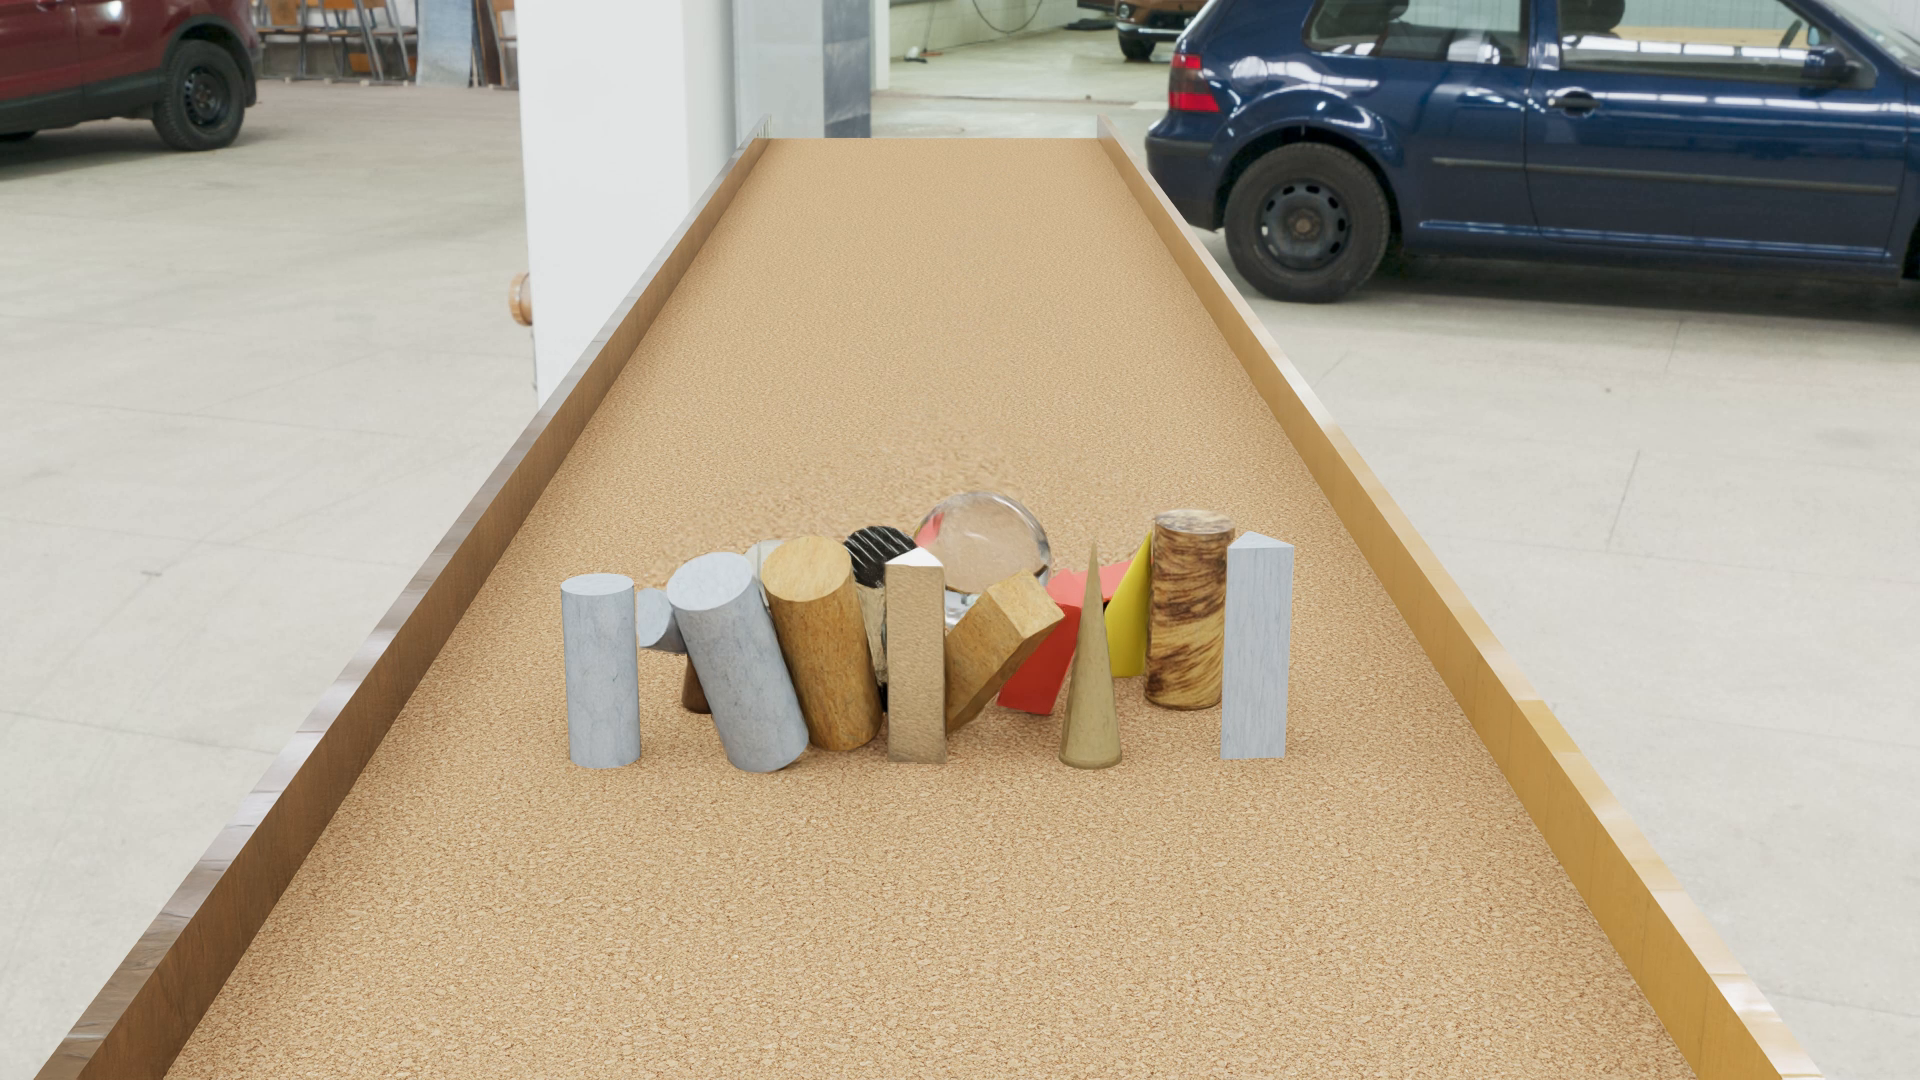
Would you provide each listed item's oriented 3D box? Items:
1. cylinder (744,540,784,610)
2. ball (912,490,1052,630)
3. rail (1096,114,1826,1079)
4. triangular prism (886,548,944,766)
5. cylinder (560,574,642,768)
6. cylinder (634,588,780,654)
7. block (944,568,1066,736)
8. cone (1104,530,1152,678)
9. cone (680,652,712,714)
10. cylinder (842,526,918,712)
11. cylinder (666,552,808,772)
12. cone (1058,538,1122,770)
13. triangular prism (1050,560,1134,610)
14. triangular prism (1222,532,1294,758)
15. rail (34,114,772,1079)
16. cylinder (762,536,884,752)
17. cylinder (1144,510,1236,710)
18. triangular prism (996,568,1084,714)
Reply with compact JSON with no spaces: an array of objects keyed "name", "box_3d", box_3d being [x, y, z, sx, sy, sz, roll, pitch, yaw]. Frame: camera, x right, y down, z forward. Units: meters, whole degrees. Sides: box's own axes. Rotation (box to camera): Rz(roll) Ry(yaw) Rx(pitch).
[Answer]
[{"name":"cylinder","box_3d":[-0.322,0.092,4.337,0.129,0.129,0.365,4,-9,12]},{"name":"ball","box_3d":[0.036,0.043,4.028,0.266,0.266,0.266,0,17,0]},{"name":"rail","box_3d":[0.932,-0.844,7.801,0.050,0.150,12.000,0,17,-1]},{"name":"triangular prism","box_3d":[-0.072,0.204,3.868,0.101,0.377,0.087,2,21,7]},{"name":"cylinder","box_3d":[-0.634,0.231,3.887,0.126,0.321,0.126,0,17,0]},{"name":"cylinder","box_3d":[-0.479,0.173,4.226,0.111,0.111,0.359,13,-2,36]},{"name":"block","box_3d":[0.033,0.209,3.899,0.109,0.370,0.109,-27,73,-42]},{"name":"cone","box_3d":[0.335,0.100,4.215,0.132,0.373,0.132,4,49,-4]},{"name":"cone","box_3d":[-0.467,0.158,4.068,0.106,0.343,0.106,2,36,-2]},{"name":"cylinder","box_3d":[-0.157,0.152,4.015,0.143,0.382,0.143,3,50,-4]},{"name":"cylinder","box_3d":[-0.379,0.214,3.789,0.149,0.383,0.149,-9,38,7]},{"name":"cone","box_3d":[0.232,0.186,3.862,0.114,0.421,0.114,0,17,0]},{"name":"triangular prism","box_3d":[0.324,0.090,4.371,0.397,0.113,0.098,-13,62,-4]},{"name":"triangular prism","box_3d":[0.518,0.186,3.913,0.115,0.392,0.099,-1,17,-5]},{"name":"rail","box_3d":[-1.118,-0.838,7.780,0.050,0.150,12.000,0,17,-1]},{"name":"cylinder","box_3d":[-0.238,0.186,3.863,0.154,0.396,0.154,-5,45,5]},{"name":"cylinder","box_3d":[0.433,0.132,4.159,0.150,0.350,0.150,2,18,-1]},{"name":"triangular prism","box_3d":[0.154,0.183,4.041,0.103,0.303,0.089,12,45,-6]}]
